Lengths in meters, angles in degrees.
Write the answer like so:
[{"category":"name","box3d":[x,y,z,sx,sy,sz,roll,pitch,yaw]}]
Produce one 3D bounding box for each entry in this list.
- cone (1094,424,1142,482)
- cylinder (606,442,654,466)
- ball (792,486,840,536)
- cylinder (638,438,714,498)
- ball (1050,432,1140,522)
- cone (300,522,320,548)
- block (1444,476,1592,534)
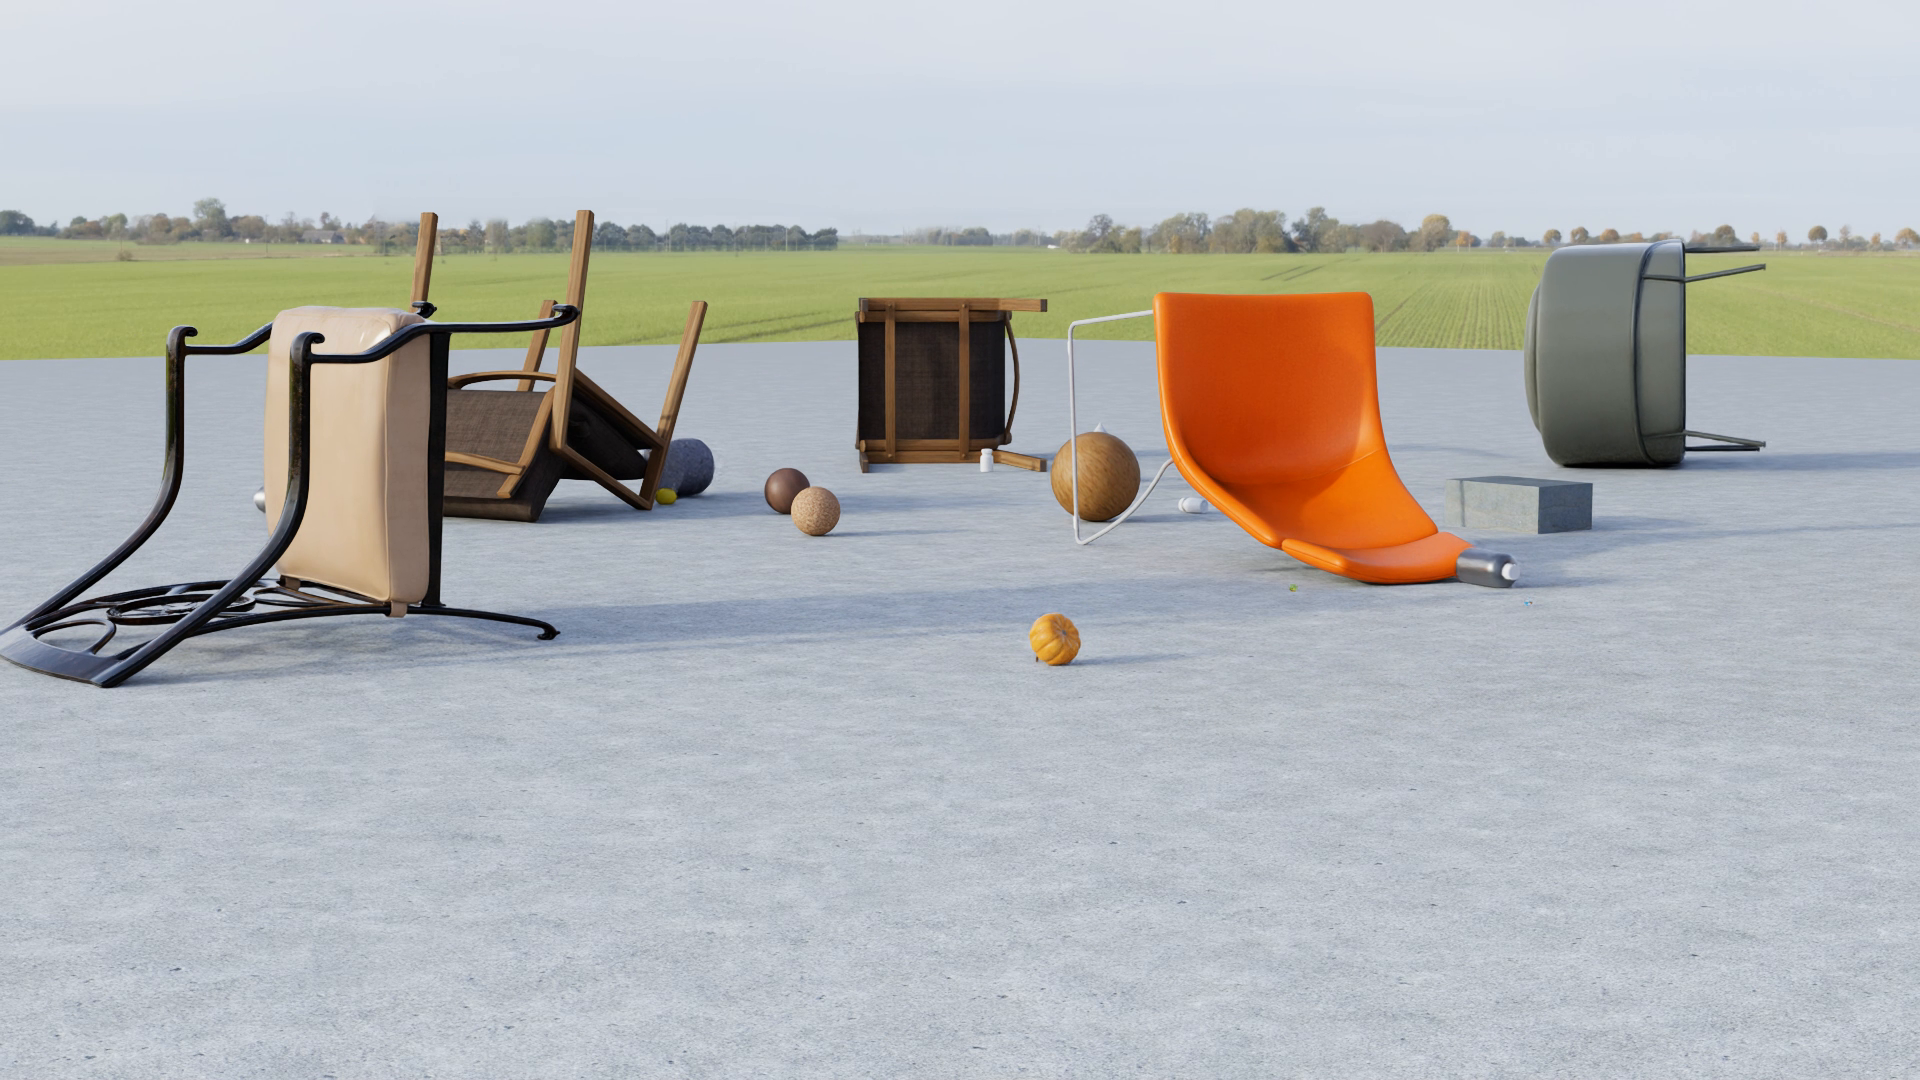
[{"category":"cone","box3d":[0.450,-0.284,8.242,0.264,0.189,0.194,0,6,0]},{"category":"cylinder","box3d":[-1.110,-0.301,8.982,0.192,0.072,0.176,3,6,34]},{"category":"ball","box3d":[-0.366,-0.073,6.510,0.126,0.126,0.126,0,6,0]},{"category":"cylinder","box3d":[-0.845,-0.213,7.654,0.162,0.171,0.164,28,17,23]},{"category":"ball","box3d":[0.364,-0.170,6.884,0.242,0.242,0.242,0,6,0]},{"category":"cone","box3d":[-1.588,-0.016,6.262,0.051,0.062,0.057,-3,7,-27]},{"category":"block","box3d":[1.465,-0.094,6.734,0.212,0.121,0.315,-4,7,-37]}]
